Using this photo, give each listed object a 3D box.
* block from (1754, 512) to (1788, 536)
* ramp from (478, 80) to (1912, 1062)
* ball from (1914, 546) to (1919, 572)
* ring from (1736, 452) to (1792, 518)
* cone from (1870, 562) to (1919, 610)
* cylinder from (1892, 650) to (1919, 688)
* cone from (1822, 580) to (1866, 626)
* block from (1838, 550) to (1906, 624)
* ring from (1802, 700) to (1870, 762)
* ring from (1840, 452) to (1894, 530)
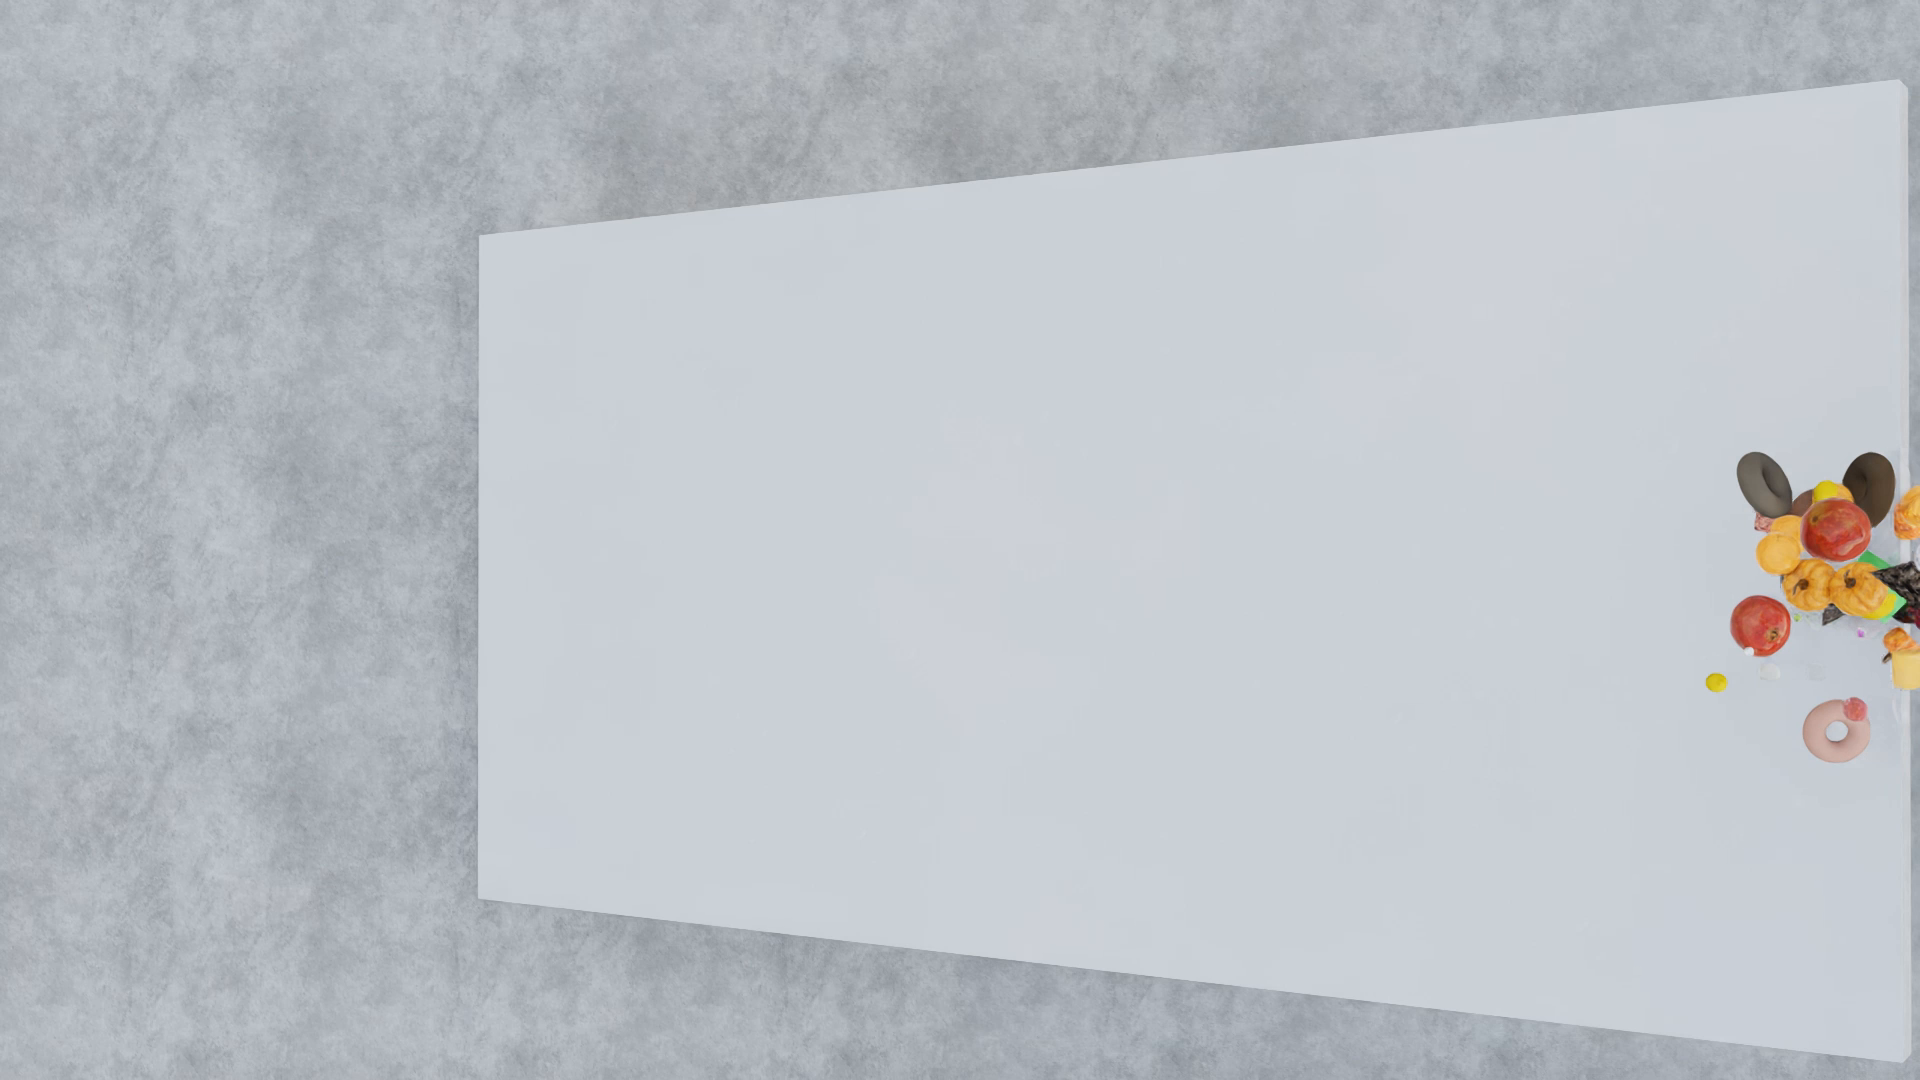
[{"bbox_3d":[1.619,-0.047,4.385,0.054,0.054,0.054,13,111,18],"label":"block"},{"bbox_3d":[0.258,0.071,5.595,4.000,0.100,2.000,0,89,33],"label":"ramp"},{"bbox_3d":[1.477,0.028,3.334,0.057,0.057,0.057,0,90,0],"label":"ball"},{"bbox_3d":[1.519,-0.104,4.150,0.045,0.135,0.135,-34,89,43],"label":"ring"},{"bbox_3d":[1.478,0.060,3.463,0.090,0.090,0.090,12,90,9],"label":"cone"},{"bbox_3d":[1.474,0.200,3.410,0.052,0.052,0.052,-6,95,0],"label":"cylinder"},{"bbox_3d":[1.665,0.132,4.189,0.083,0.083,0.083,34,94,0],"label":"cone"},{"bbox_3d":[1.812,0.092,4.349,0.087,0.087,0.087,29,114,-13],"label":"block"},{"bbox_3d":[1.640,0.358,4.115,0.122,0.041,0.122,2,102,8],"label":"ring"},{"bbox_3d":[1.707,-0.092,4.136,0.049,0.148,0.148,9,90,-5],"label":"ring"}]
